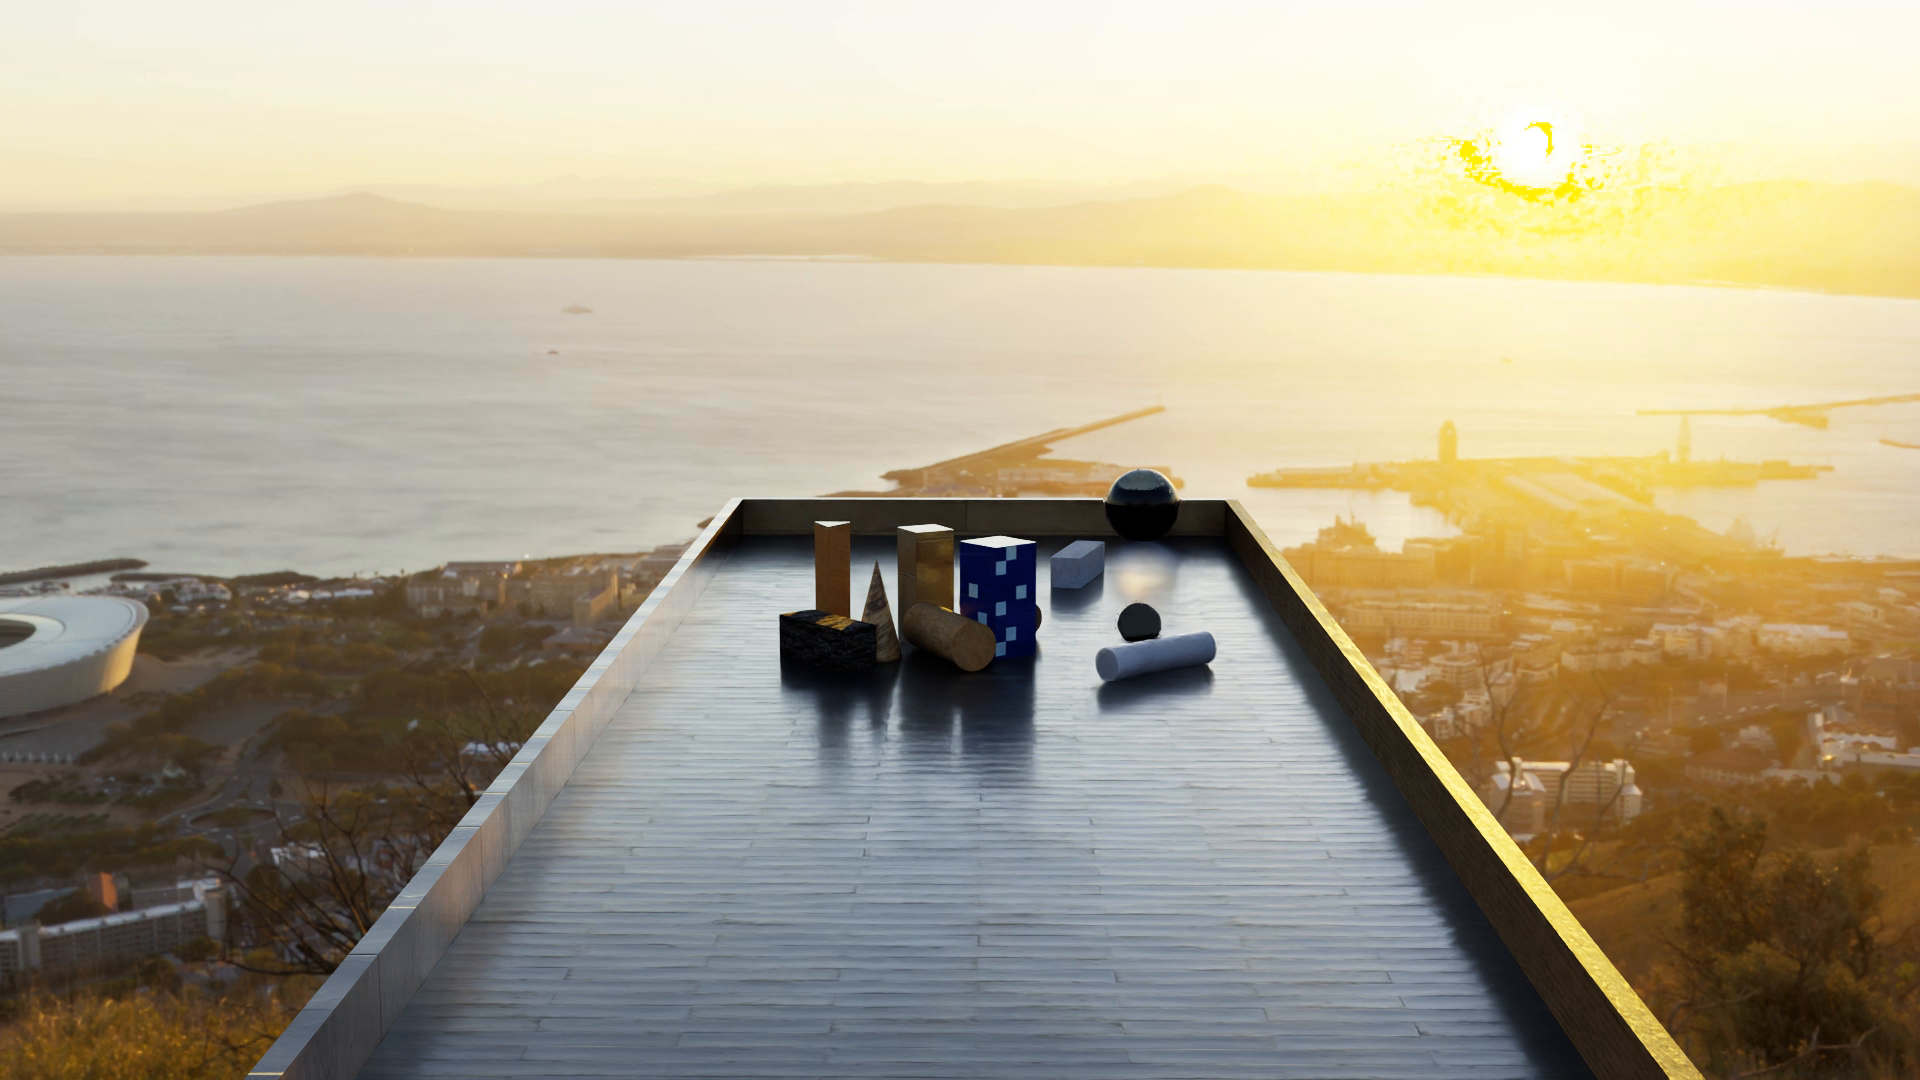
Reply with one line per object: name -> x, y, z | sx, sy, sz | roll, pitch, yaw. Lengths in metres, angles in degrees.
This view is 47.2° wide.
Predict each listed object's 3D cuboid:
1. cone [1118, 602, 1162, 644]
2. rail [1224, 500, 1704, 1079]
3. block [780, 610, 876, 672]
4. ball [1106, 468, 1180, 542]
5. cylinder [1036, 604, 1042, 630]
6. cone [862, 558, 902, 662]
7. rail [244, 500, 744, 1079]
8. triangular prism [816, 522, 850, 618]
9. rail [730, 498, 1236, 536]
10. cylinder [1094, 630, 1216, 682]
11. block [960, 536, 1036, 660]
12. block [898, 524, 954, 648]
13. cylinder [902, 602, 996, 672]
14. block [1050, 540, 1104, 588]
cone -> 0.553, 0.272, 7.074 | 0.137, 0.137, 0.340 | -1, -2, -4
rail -> 1.046, 0.843, 3.208 | 0.050, 0.150, 12.000 | 0, 9, 1
block -> -0.404, 0.304, 6.687 | 0.127, 0.127, 0.325 | -7, 12, -39
ball -> 0.744, -0.142, 8.955 | 0.298, 0.298, 0.298 | 0, 9, 0
cylinder -> 0.131, 0.229, 7.196 | 0.115, 0.115, 0.349 | -5, 10, -28
cone -> -0.253, 0.207, 6.714 | 0.155, 0.310, 0.155 | 0, 9, 0
rail -> -1.004, 0.839, 3.234 | 0.050, 0.150, 12.000 | 0, 9, 1
triangular prism -> -0.418, 0.135, 6.939 | 0.095, 0.382, 0.110 | 6, 11, 34
rail -> 0.099, -0.098, 9.147 | 2.100, 0.150, 0.050 | 0, 9, 1
cylinder -> 0.583, 0.343, 6.527 | 0.403, 0.100, 0.100 | -7, 12, -38
block -> 0.117, 0.177, 6.778 | 0.167, 0.348, 0.167 | -8, 12, -40
block -> -0.108, 0.144, 6.933 | 0.132, 0.366, 0.132 | -5, 10, -27
cylinder -> -0.035, 0.291, 6.701 | 0.148, 0.148, 0.369 | -4, 10, -24
block -> 0.435, 0.088, 8.104 | 0.109, 0.109, 0.405 | 3, 9, 16
